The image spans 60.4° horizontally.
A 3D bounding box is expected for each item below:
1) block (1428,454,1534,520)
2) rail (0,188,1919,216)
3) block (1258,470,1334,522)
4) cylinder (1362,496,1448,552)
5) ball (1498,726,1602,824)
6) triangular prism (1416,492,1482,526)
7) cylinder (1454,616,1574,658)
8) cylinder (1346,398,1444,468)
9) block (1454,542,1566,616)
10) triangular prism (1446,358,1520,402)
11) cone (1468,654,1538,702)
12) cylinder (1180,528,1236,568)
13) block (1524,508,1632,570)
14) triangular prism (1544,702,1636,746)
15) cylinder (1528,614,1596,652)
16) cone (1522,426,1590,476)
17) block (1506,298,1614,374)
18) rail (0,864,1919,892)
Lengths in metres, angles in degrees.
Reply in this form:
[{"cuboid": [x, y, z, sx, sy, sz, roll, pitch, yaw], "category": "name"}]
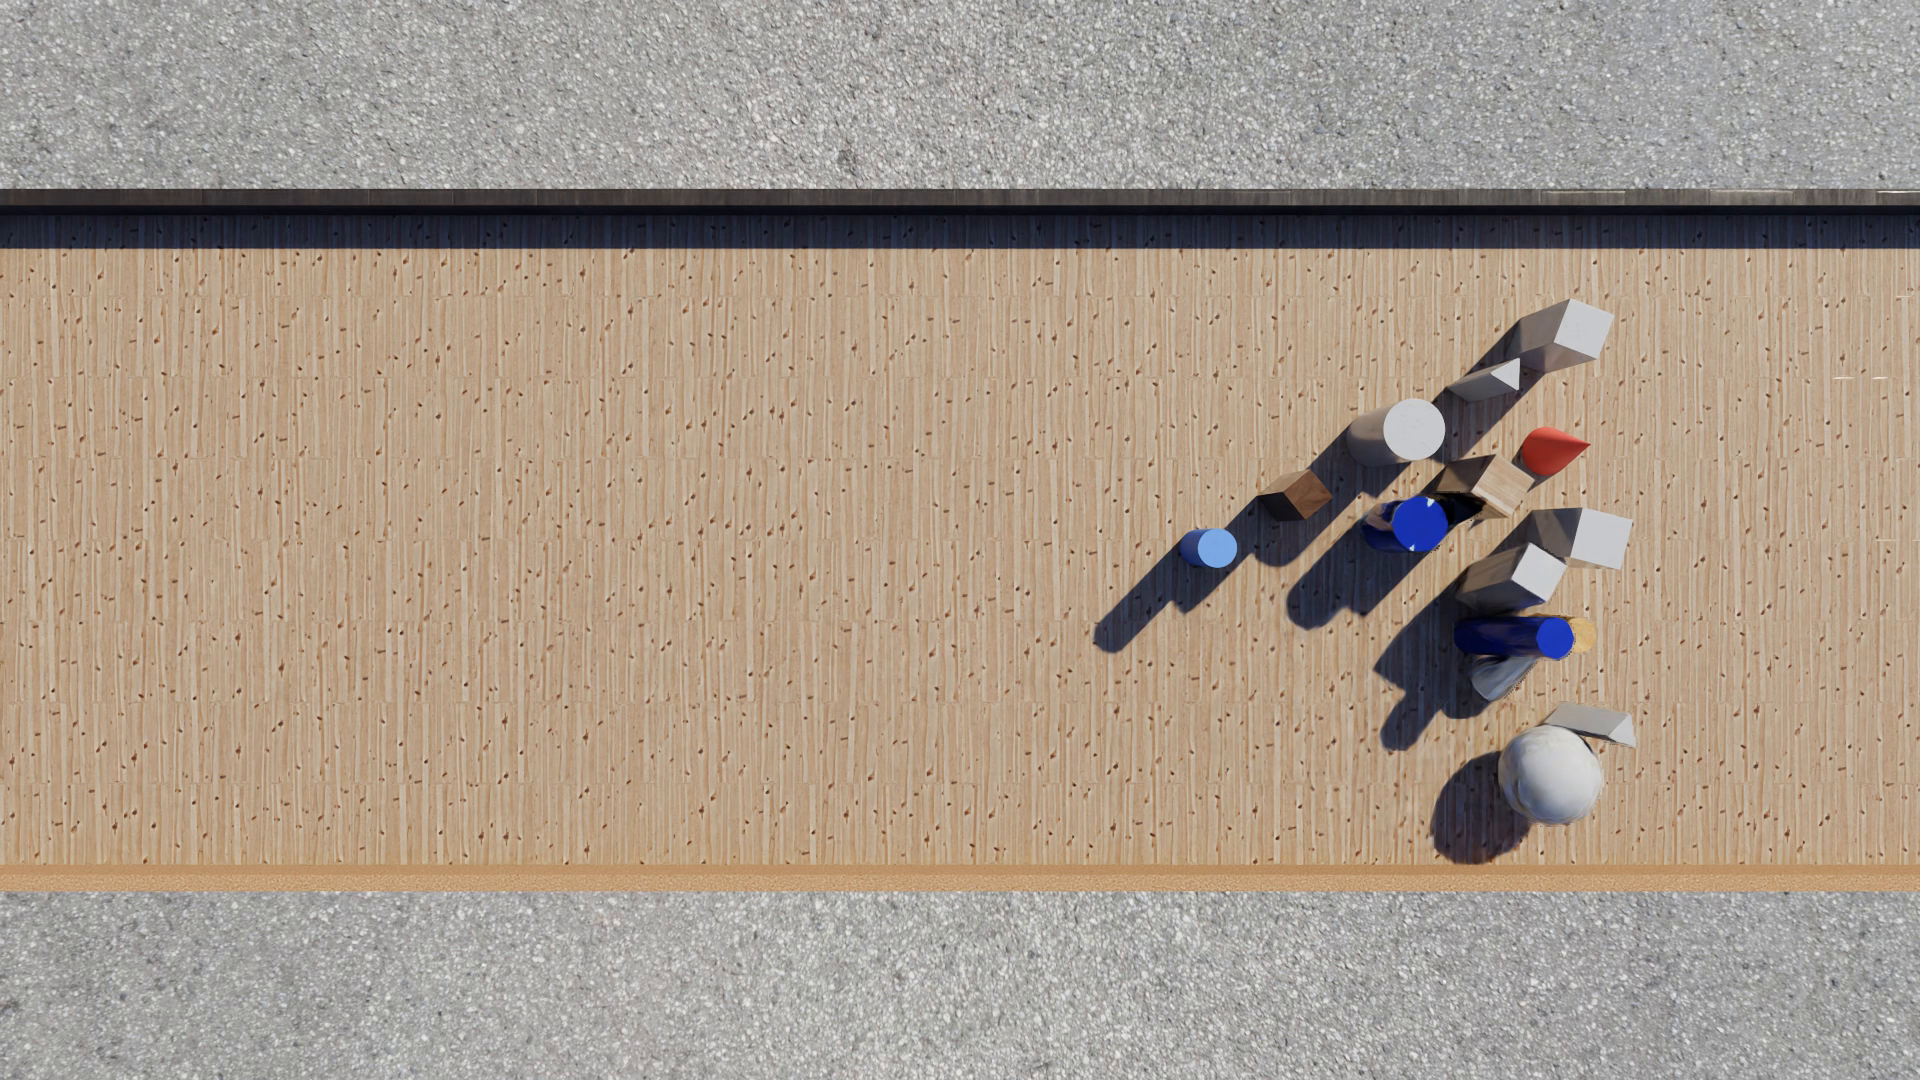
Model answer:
[{"cuboid": [1.526, -0.152, 4.856, 0.130, 0.439, 0.130, 34, 90, 0], "category": "block"}, {"cuboid": [-2.247, -1.025, 5.002, 12.000, 0.150, 0.050, 0, 90, 0], "category": "rail"}, {"cuboid": [0.983, -0.129, 4.867, 0.102, 0.418, 0.102, -39, 90, 0], "category": "block"}, {"cuboid": [1.317, -0.044, 4.902, 0.158, 0.347, 0.158, 0, 89, -1], "category": "cylinder"}, {"cuboid": [1.748, 0.697, 4.894, 0.293, 0.293, 0.293, 0, 90, 0], "category": "ball"}, {"cuboid": [1.428, -0.101, 4.901, 0.093, 0.339, 0.080, -29, 92, -3], "category": "triangular prism"}, {"cuboid": [1.617, 0.283, 4.842, 0.115, 0.455, 0.115, 1, 88, -13], "category": "cylinder"}, {"cuboid": [1.276, -0.311, 4.855, 0.174, 0.443, 0.174, 0, 90, 0], "category": "cylinder"}, {"cuboid": [1.618, 0.123, 4.866, 0.123, 0.404, 0.123, 32, 79, 0], "category": "block"}, {"cuboid": [1.555, -0.480, 4.863, 0.090, 0.428, 0.078, 32, 90, 0], "category": "triangular prism"}, {"cuboid": [1.670, 0.353, 4.898, 0.141, 0.305, 0.141, 14, 56, -22], "category": "cone"}, {"cuboid": [0.732, 0.023, 4.882, 0.111, 0.389, 0.111, 0, 90, 0], "category": "cylinder"}, {"cuboid": [1.815, -0.004, 4.871, 0.146, 0.410, 0.146, 14, 90, 0], "category": "block"}, {"cuboid": [1.883, 0.540, 4.914, 0.097, 0.316, 0.084, 19, 86, -14], "category": "triangular prism"}, {"cuboid": [1.782, 0.276, 4.919, 0.101, 0.311, 0.101, 0, 90, -2], "category": "cylinder"}, {"cuboid": [1.805, -0.273, 4.896, 0.150, 0.360, 0.150, 0, 90, 0], "category": "cone"}, {"cuboid": [1.763, -0.597, 4.868, 0.133, 0.417, 0.133, 21, 90, 0], "category": "block"}, {"cuboid": [-2.247, 1.025, 5.001, 12.000, 0.150, 0.050, 0, 90, 0], "category": "rail"}]
